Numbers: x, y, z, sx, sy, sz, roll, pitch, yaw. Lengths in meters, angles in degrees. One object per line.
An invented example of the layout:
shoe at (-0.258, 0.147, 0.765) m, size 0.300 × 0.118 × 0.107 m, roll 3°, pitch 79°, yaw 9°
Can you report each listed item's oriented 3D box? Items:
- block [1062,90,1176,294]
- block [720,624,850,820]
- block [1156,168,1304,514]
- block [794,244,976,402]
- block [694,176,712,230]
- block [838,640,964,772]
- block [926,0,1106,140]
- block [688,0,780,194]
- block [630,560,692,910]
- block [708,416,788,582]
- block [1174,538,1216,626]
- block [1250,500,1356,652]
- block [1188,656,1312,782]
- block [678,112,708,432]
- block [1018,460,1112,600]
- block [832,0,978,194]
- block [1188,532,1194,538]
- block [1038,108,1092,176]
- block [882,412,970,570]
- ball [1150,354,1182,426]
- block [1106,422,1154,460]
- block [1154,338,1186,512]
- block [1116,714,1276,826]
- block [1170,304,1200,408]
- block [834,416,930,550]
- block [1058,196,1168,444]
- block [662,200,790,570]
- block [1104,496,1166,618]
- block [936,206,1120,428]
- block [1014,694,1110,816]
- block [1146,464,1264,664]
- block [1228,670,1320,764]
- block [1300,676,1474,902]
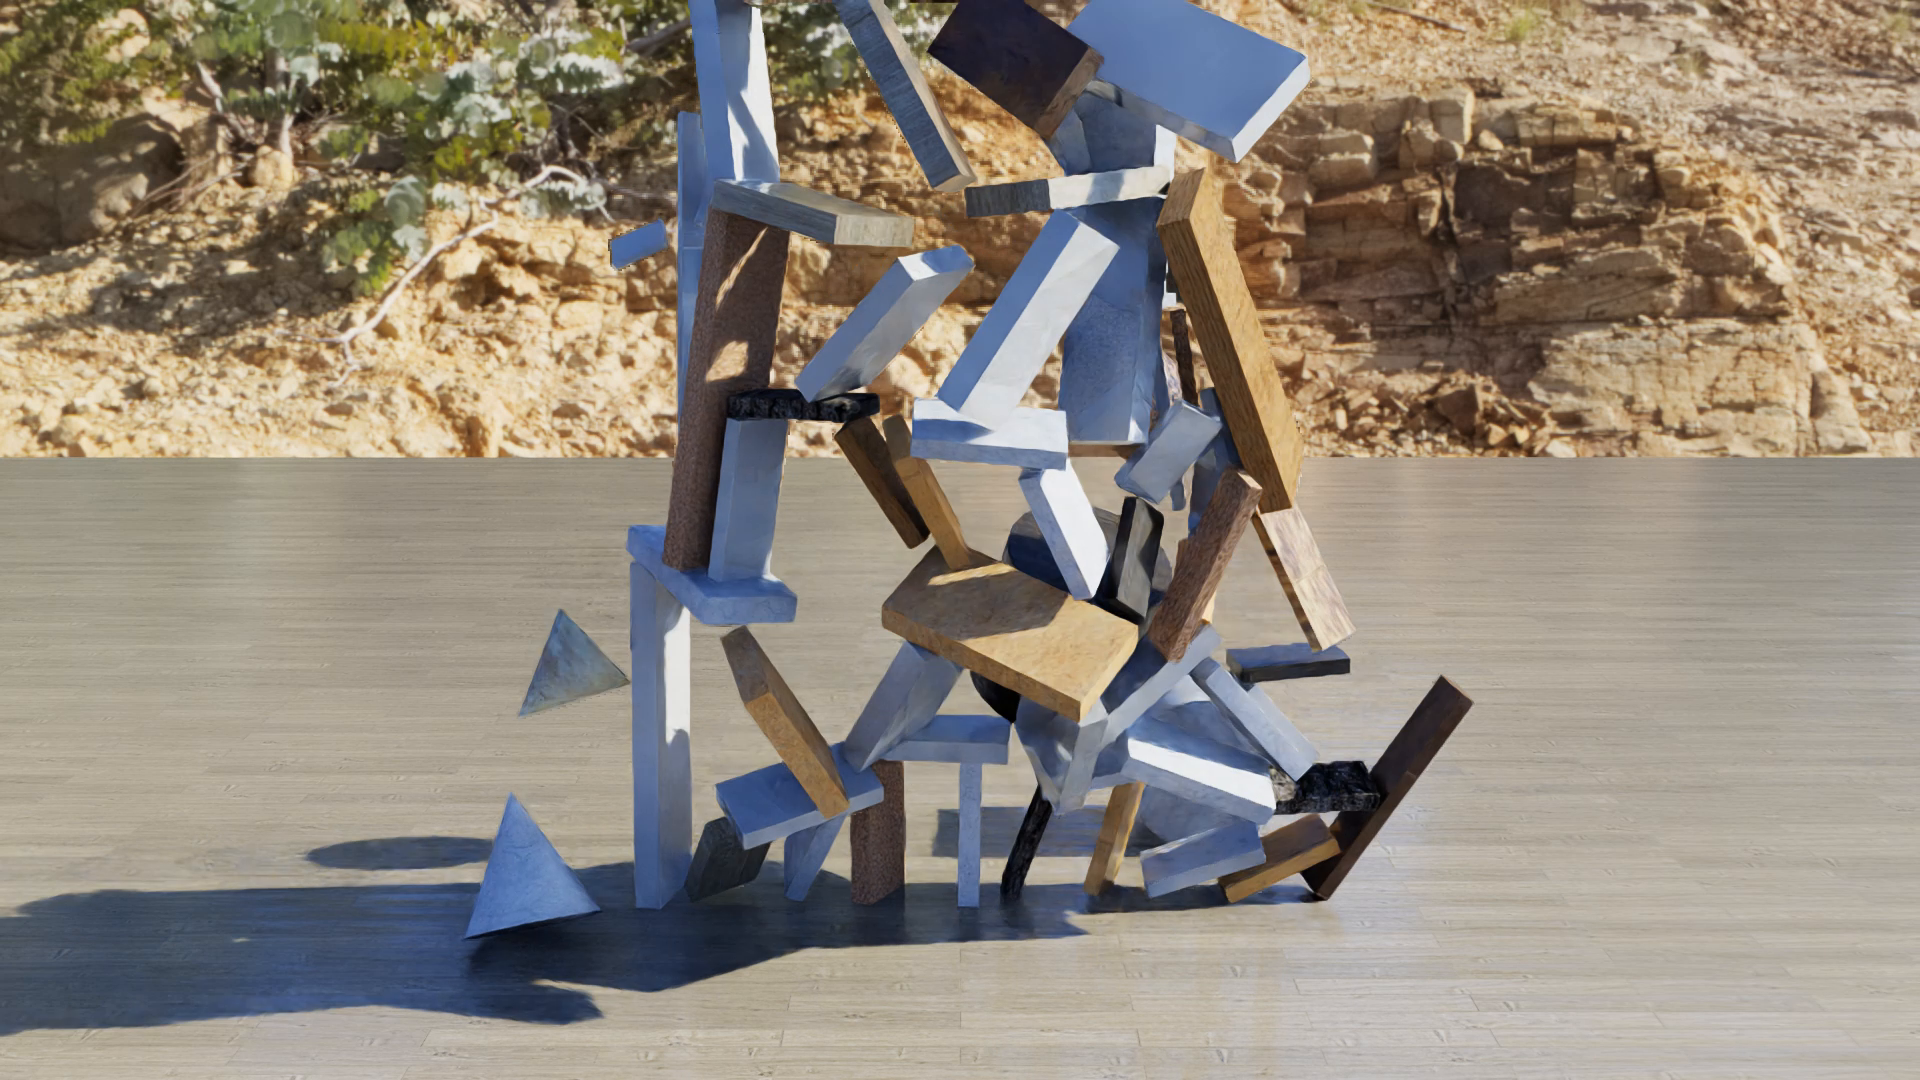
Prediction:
block at (0.244, -0.562, 3.397) m, size 0.176 × 0.351 × 0.050 m, roll 14°, pitch 17°, yaw 40°
block at (-0.265, 0.280, 3.358) m, size 0.043 × 0.304 × 0.152 m, roll -28°, pitch 43°, yaw 1°
block at (0.412, -0.296, 3.313) m, size 0.050 × 0.501 × 0.175 m, roll -12°, pitch 29°, yaw 23°
block at (-0.110, -0.310, 3.160) m, size 0.141 × 0.040 × 0.282 m, roll -22°, pitch -18°, yaw -50°
block at (-0.388, -0.537, 3.460) m, size 0.013 × 0.094 × 0.047 m, roll 16°, pitch -4°, yaw 20°
block at (-0.065, 0.222, 3.412) m, size 0.048 × 0.337 × 0.168 m, roll 47°, pitch 51°, yaw 13°
block at (0.078, -0.707, 3.204) m, size 0.040 × 0.140 × 0.281 m, roll 24°, pitch 16°, yaw -48°
block at (-0.347, -0.668, 3.429) m, size 0.045 × 0.356 × 0.158 m, roll -9°, pitch -5°, yaw 22°
block at (-0.490, 0.307, 3.616) m, size 0.043 × 0.575 × 0.152 m, roll 3°, pitch 11°, yaw 13°
block at (-0.321, -0.065, 3.338) m, size 0.029 × 0.252 × 0.102 m, roll 21°, pitch 19°, yaw 37°
block at (0.369, 0.065, 3.459) m, size 0.021 × 0.150 × 0.075 m, roll 29°, pitch -31°, yaw -34°
block at (0.506, -0.030, 3.497) m, size 0.082 × 0.425 × 0.023 m, roll -26°, pitch 1°, yaw -34°
block at (0.453, 0.275, 3.542) m, size 0.036 × 0.257 × 0.129 m, roll -44°, pitch 25°, yaw -3°
block at (-0.421, -0.330, 3.470) m, size 0.047 × 0.696 × 0.013 m, roll 3°, pitch -6°, yaw -35°
block at (0.153, -0.033, 3.185) m, size 0.031 × 0.219 × 0.109 m, roll -10°, pitch 32°, yaw 28°
block at (-0.080, -0.644, 3.116) m, size 0.045 × 0.316 × 0.158 m, roll -28°, pitch 1°, yaw 12°
block at (0.409, -0.043, 3.521) m, size 0.021 × 0.150 × 0.075 m, roll 25°, pitch -14°, yaw -34°
block at (0.105, -0.700, 3.379) m, size 0.040 × 0.281 × 0.140 m, roll -31°, pitch -21°, yaw -1°
block at (-0.049, -0.070, 3.214) m, size 0.031 × 0.219 × 0.109 m, roll -24°, pitch 37°, yaw 6°
ball at (0.303, -0.248, 3.831) m, size 0.188 × 0.188 × 0.188 m, roll 0°, pitch 11°, yaw 0°
block at (0.251, -0.174, 3.418) m, size 0.022 × 0.079 × 0.157 m, roll -18°, pitch 35°, yaw -22°
block at (0.326, -0.208, 3.503) m, size 0.022 × 0.315 × 0.079 m, roll -9°, pitch 12°, yaw 7°
block at (0.372, 0.360, 3.492) m, size 0.258 × 0.036 × 0.129 m, roll 21°, pitch 30°, yaw -13°
block at (0.353, -0.285, 3.457) m, size 0.023 × 0.164 × 0.082 m, roll -9°, pitch 10°, yaw 6°
block at (-0.110, -0.091, 3.293) m, size 0.029 × 0.203 × 0.102 m, roll -30°, pitch 11°, yaw 19°
block at (0.230, -0.327, 3.305) m, size 0.043 × 0.365 × 0.151 m, roll 10°, pitch -5°, yaw -44°
block at (-0.353, -0.233, 3.336) m, size 0.040 × 0.562 × 0.141 m, roll 21°, pitch 20°, yaw 34°
block at (0.262, 0.025, 3.287) m, size 0.023 × 0.163 × 0.081 m, roll -1°, pitch -22°, yaw 38°
block at (0.094, -0.301, 3.010) m, size 0.043 × 0.301 × 0.151 m, roll 37°, pitch 10°, yaw 23°
block at (0.154, 0.282, 3.408) m, size 0.048 × 0.168 × 0.337 m, roll -19°, pitch -27°, yaw -14°
block at (0.372, 0.036, 3.355) m, size 0.023 × 0.306 × 0.081 m, roll 13°, pitch 22°, yaw -27°
block at (0.509, 0.288, 3.592) m, size 0.025 × 0.179 × 0.090 m, roll -44°, pitch 22°, yaw -2°
block at (0.702, 0.410, 3.637) m, size 0.025 × 0.409 × 0.090 m, roll 31°, pitch 10°, yaw -19°
